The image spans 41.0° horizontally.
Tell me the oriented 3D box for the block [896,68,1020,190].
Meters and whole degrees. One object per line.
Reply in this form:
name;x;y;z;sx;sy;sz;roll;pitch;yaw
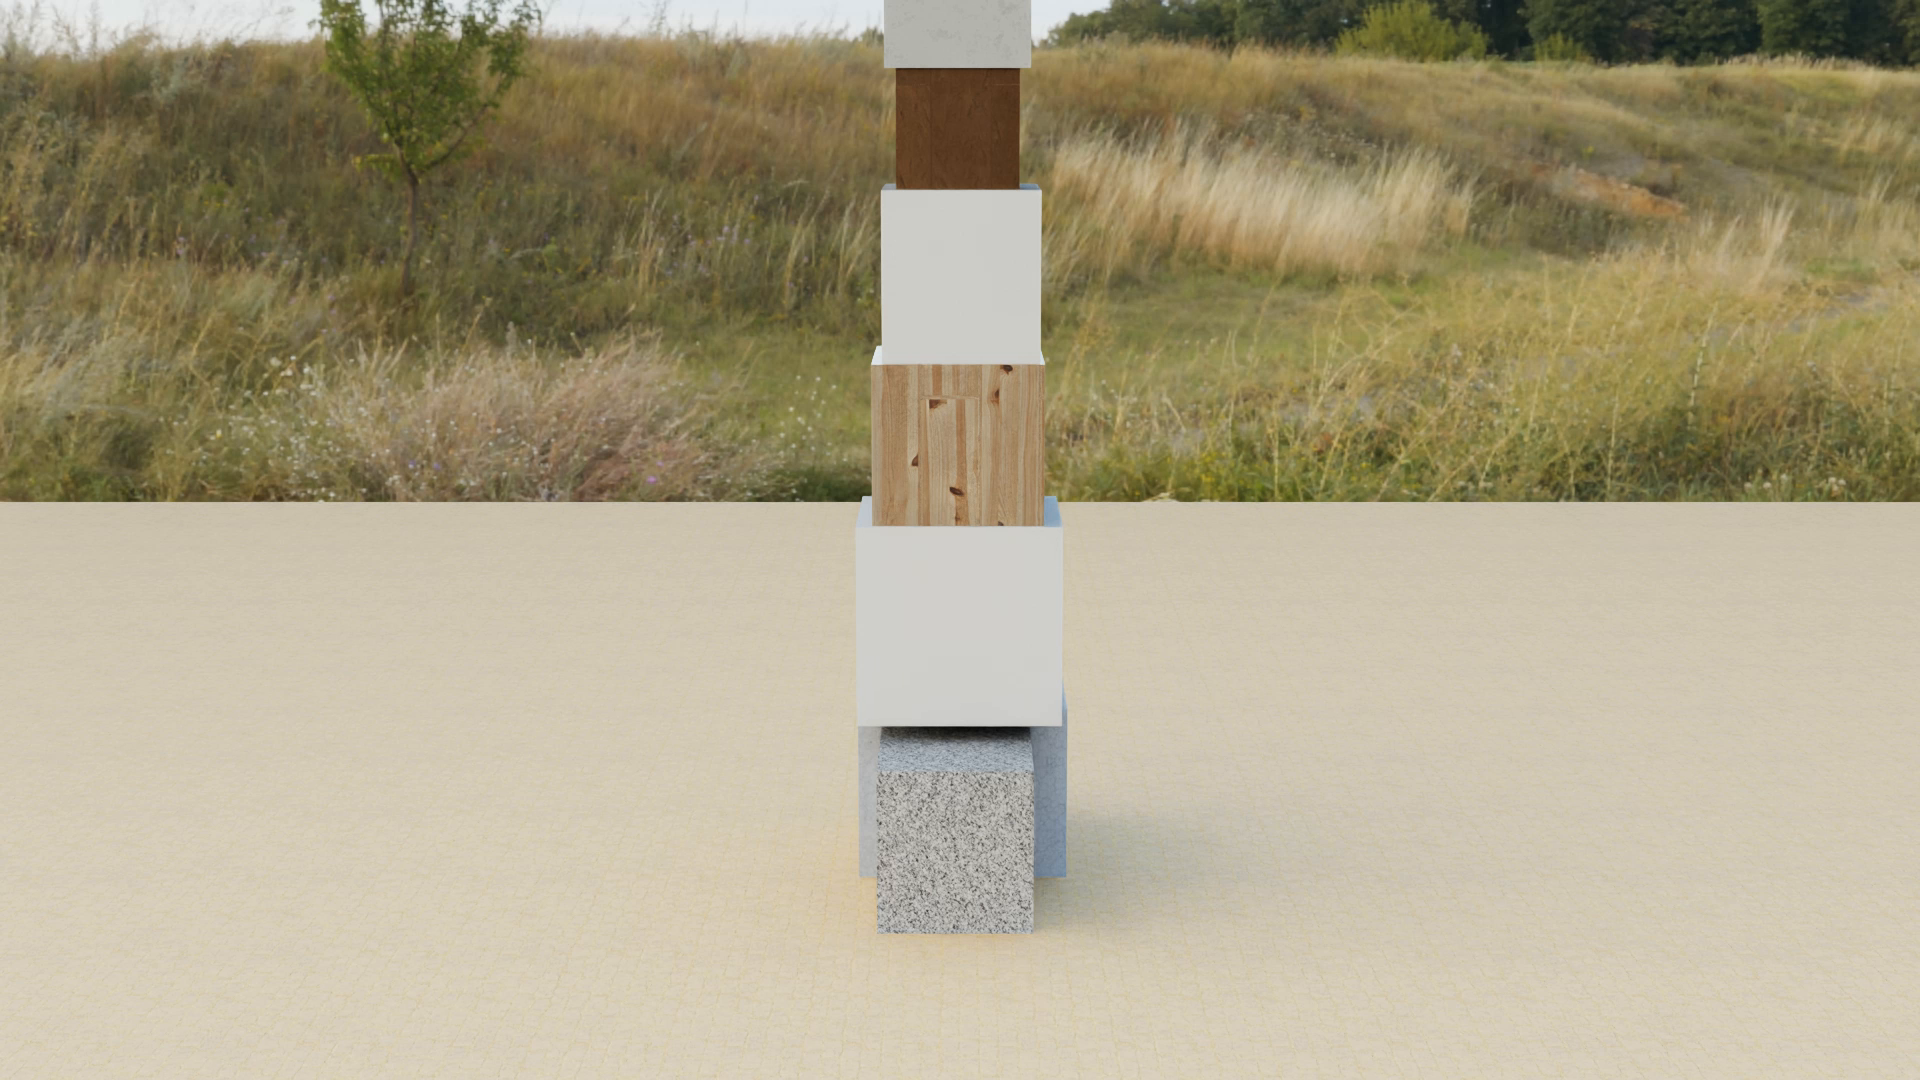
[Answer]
block;-0.009;-1.746;10.863;0.512;0.496;0.503;0;10;0

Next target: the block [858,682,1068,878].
block;0.012;1.031;11.751;0.916;0.768;0.947;0;10;0

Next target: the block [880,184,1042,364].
block;0.005;-1.149;10.971;0.662;0.717;0.663;0;10;0

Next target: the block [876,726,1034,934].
block;-0.020;1.221;10.916;0.645;0.692;0.744;0;10;0

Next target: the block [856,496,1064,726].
block;-0.003;0.298;11.234;0.872;0.859;0.806;0;10;0

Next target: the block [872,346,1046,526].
block;-0.008;-0.460;11.097;0.724;0.682;0.736;0;10;0

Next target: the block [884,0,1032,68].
block;-0.010;-2.264;10.769;0.605;0.557;0.537;0;10;0
